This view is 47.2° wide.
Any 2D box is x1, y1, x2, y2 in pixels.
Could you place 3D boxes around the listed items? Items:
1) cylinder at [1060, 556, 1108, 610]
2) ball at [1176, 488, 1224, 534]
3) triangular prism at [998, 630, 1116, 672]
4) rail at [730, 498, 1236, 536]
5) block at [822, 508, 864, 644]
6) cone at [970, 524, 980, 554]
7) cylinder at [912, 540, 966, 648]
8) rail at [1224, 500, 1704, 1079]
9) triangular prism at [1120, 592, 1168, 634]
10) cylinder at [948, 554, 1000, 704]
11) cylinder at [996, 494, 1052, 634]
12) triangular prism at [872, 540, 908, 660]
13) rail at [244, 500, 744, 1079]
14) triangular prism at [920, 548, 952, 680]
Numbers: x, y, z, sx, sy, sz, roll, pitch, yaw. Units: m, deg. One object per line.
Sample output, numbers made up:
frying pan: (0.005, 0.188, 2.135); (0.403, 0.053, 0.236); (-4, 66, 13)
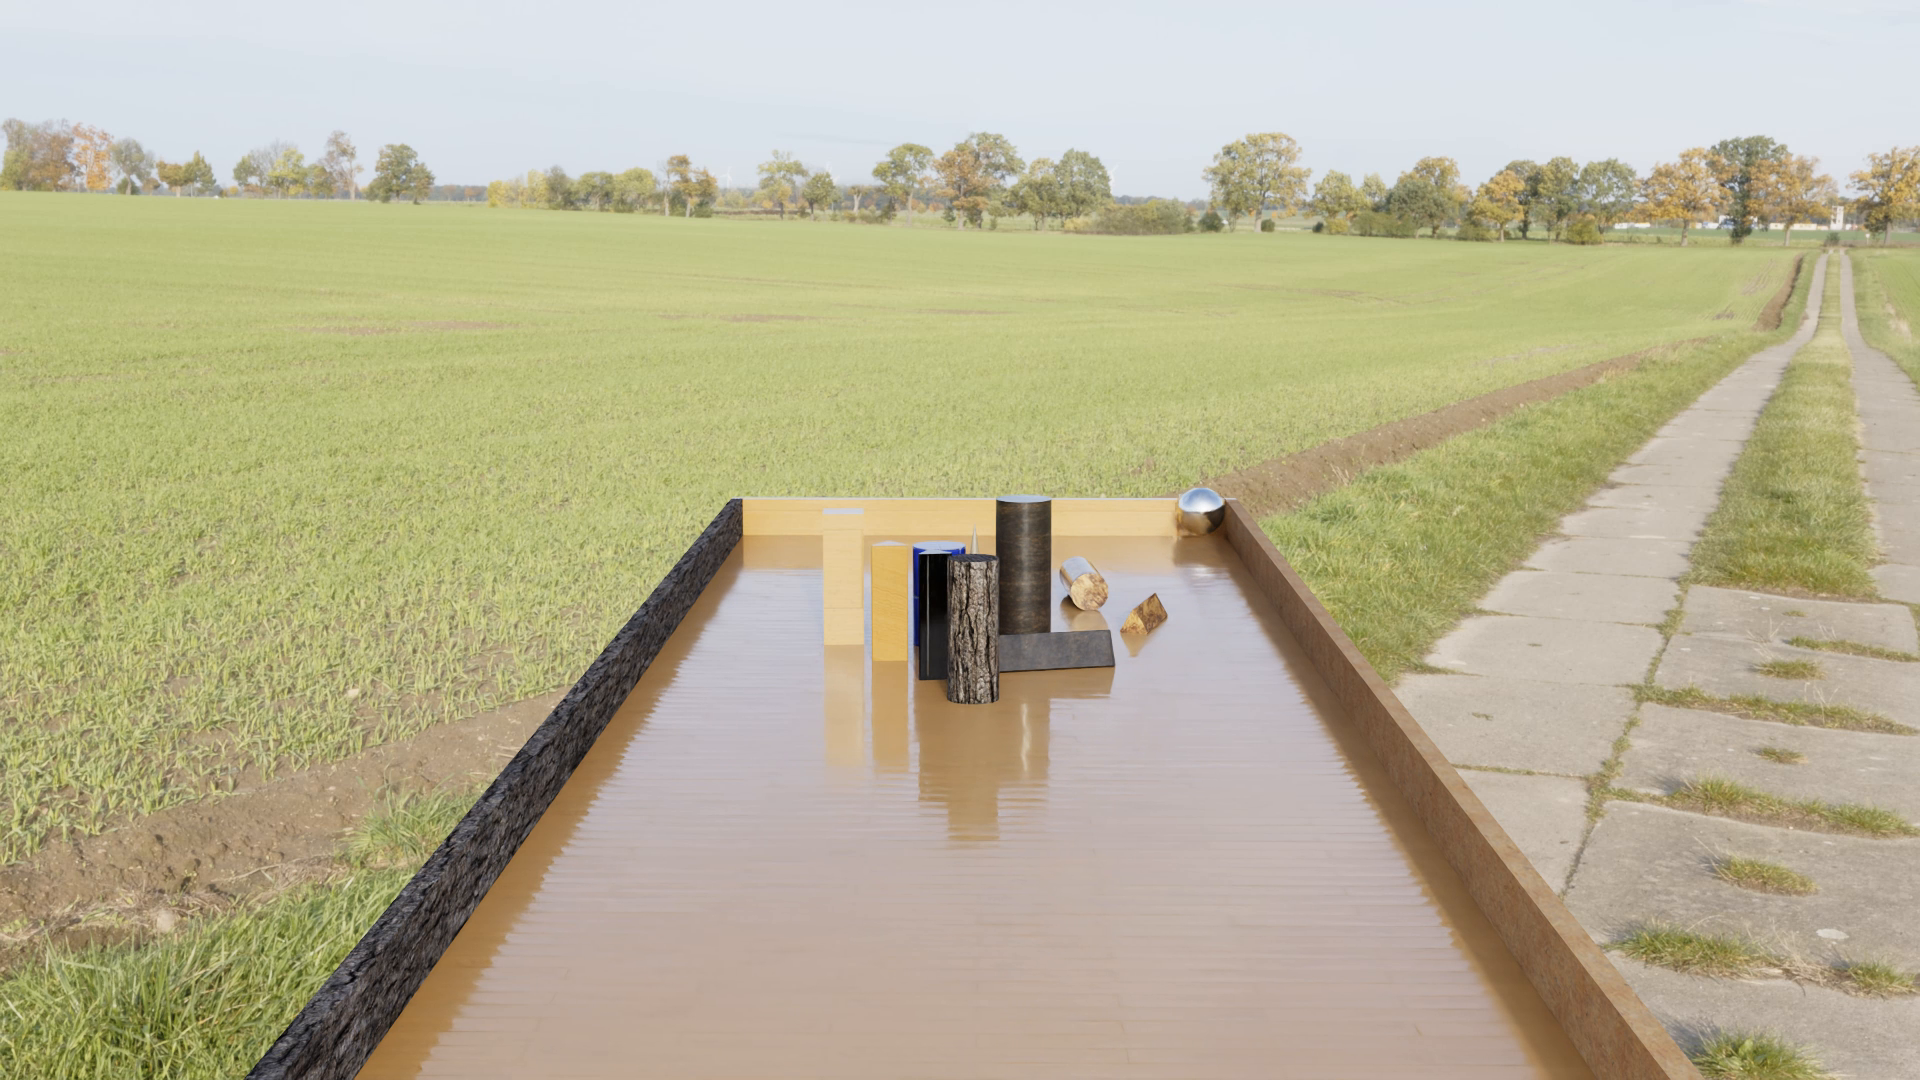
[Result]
cylinder: (0.429, 0.150, 7.652); (0.130, 0.130, 0.354); (-1, 9, -4)
ball: (0.986, -0.119, 9.008); (0.196, 0.196, 0.196); (0, 9, 0)
triangular prism: (0.253, 0.328, 6.602); (0.413, 0.101, 0.116); (-2, 10, -14)
rail: (0.099, -0.098, 9.147); (2.100, 0.150, 0.050); (0, 9, 1)
block: (-0.368, 0.114, 6.962); (0.127, 0.415, 0.127); (0, 9, -2)
cone: (0.044, 0.153, 6.686); (0.123, 0.425, 0.123); (0, 9, 0)
cylinder: (-0.065, 0.172, 6.916); (0.167, 0.316, 0.167); (0, 9, 0)
rail: (1.046, 0.843, 3.208); (0.050, 0.150, 12.000); (0, 9, 1)
triangular prism: (0.607, 0.237, 7.247); (0.091, 0.079, 0.312); (2, 9, 17)
cylinder: (0.037, 0.248, 6.160); (0.145, 0.401, 0.145); (0, 9, 0)
cylinder: (0.200, 0.095, 6.948); (0.177, 0.457, 0.177); (0, 9, 0)
triangular prism: (-0.215, 0.184, 6.713); (0.109, 0.355, 0.094); (0, 9, -2)
rail: (-1.004, 0.839, 3.234); (0.050, 0.150, 12.000); (0, 9, 1)
triangular prism: (-0.078, 0.217, 6.444); (0.097, 0.374, 0.084); (-2, 9, -11)
